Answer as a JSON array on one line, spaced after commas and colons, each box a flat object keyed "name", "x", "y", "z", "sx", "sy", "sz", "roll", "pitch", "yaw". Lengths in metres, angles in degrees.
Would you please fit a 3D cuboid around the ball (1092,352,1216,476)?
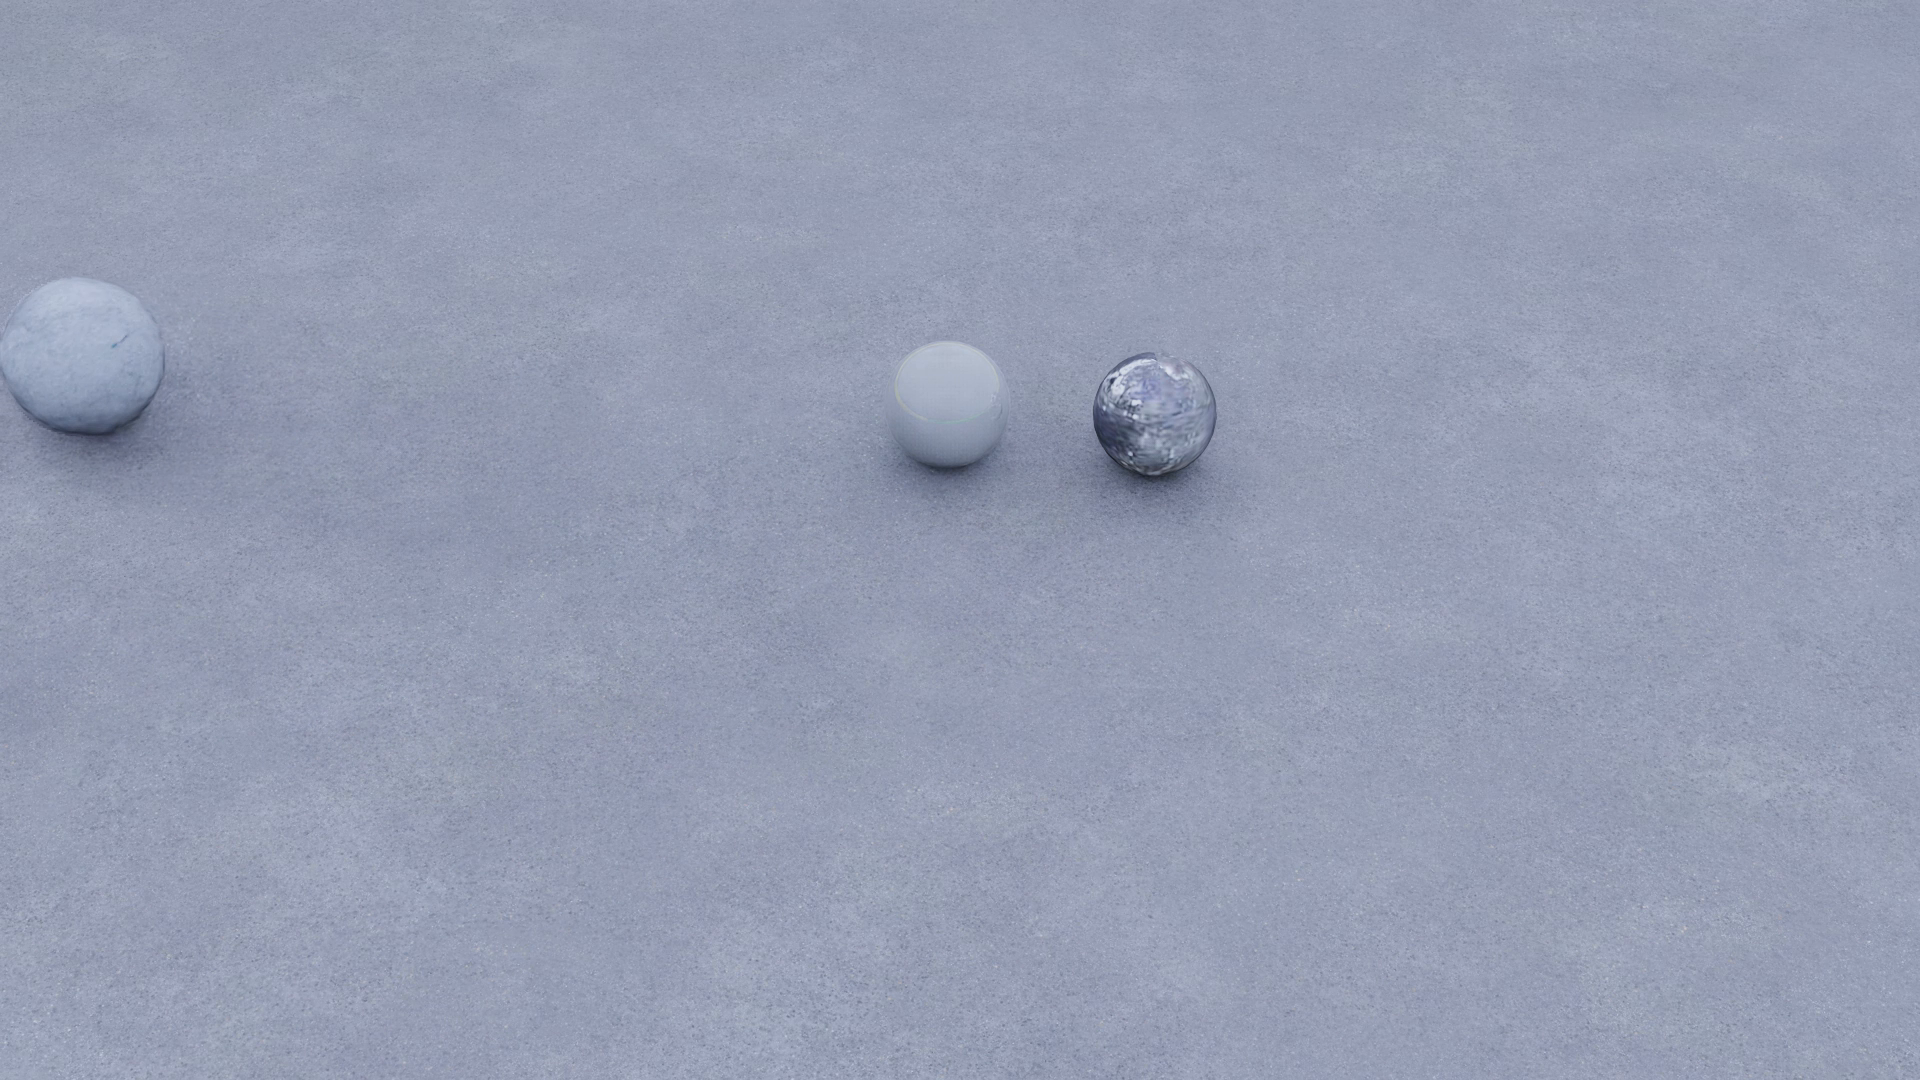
[{"name": "ball", "x": 0.122, "y": -0.079, "z": 1.605, "sx": 0.078, "sy": 0.078, "sz": 0.078, "roll": 0, "pitch": 37, "yaw": 0}]

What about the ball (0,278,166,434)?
[{"name": "ball", "x": -0.560, "y": -0.117, "z": 1.638, "sx": 0.100, "sy": 0.100, "sz": 0.100, "roll": 0, "pitch": 37, "yaw": 0}]

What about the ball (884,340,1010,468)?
[{"name": "ball", "x": -0.008, "y": -0.085, "z": 1.611, "sx": 0.080, "sy": 0.080, "sz": 0.080, "roll": 0, "pitch": 37, "yaw": 0}]
